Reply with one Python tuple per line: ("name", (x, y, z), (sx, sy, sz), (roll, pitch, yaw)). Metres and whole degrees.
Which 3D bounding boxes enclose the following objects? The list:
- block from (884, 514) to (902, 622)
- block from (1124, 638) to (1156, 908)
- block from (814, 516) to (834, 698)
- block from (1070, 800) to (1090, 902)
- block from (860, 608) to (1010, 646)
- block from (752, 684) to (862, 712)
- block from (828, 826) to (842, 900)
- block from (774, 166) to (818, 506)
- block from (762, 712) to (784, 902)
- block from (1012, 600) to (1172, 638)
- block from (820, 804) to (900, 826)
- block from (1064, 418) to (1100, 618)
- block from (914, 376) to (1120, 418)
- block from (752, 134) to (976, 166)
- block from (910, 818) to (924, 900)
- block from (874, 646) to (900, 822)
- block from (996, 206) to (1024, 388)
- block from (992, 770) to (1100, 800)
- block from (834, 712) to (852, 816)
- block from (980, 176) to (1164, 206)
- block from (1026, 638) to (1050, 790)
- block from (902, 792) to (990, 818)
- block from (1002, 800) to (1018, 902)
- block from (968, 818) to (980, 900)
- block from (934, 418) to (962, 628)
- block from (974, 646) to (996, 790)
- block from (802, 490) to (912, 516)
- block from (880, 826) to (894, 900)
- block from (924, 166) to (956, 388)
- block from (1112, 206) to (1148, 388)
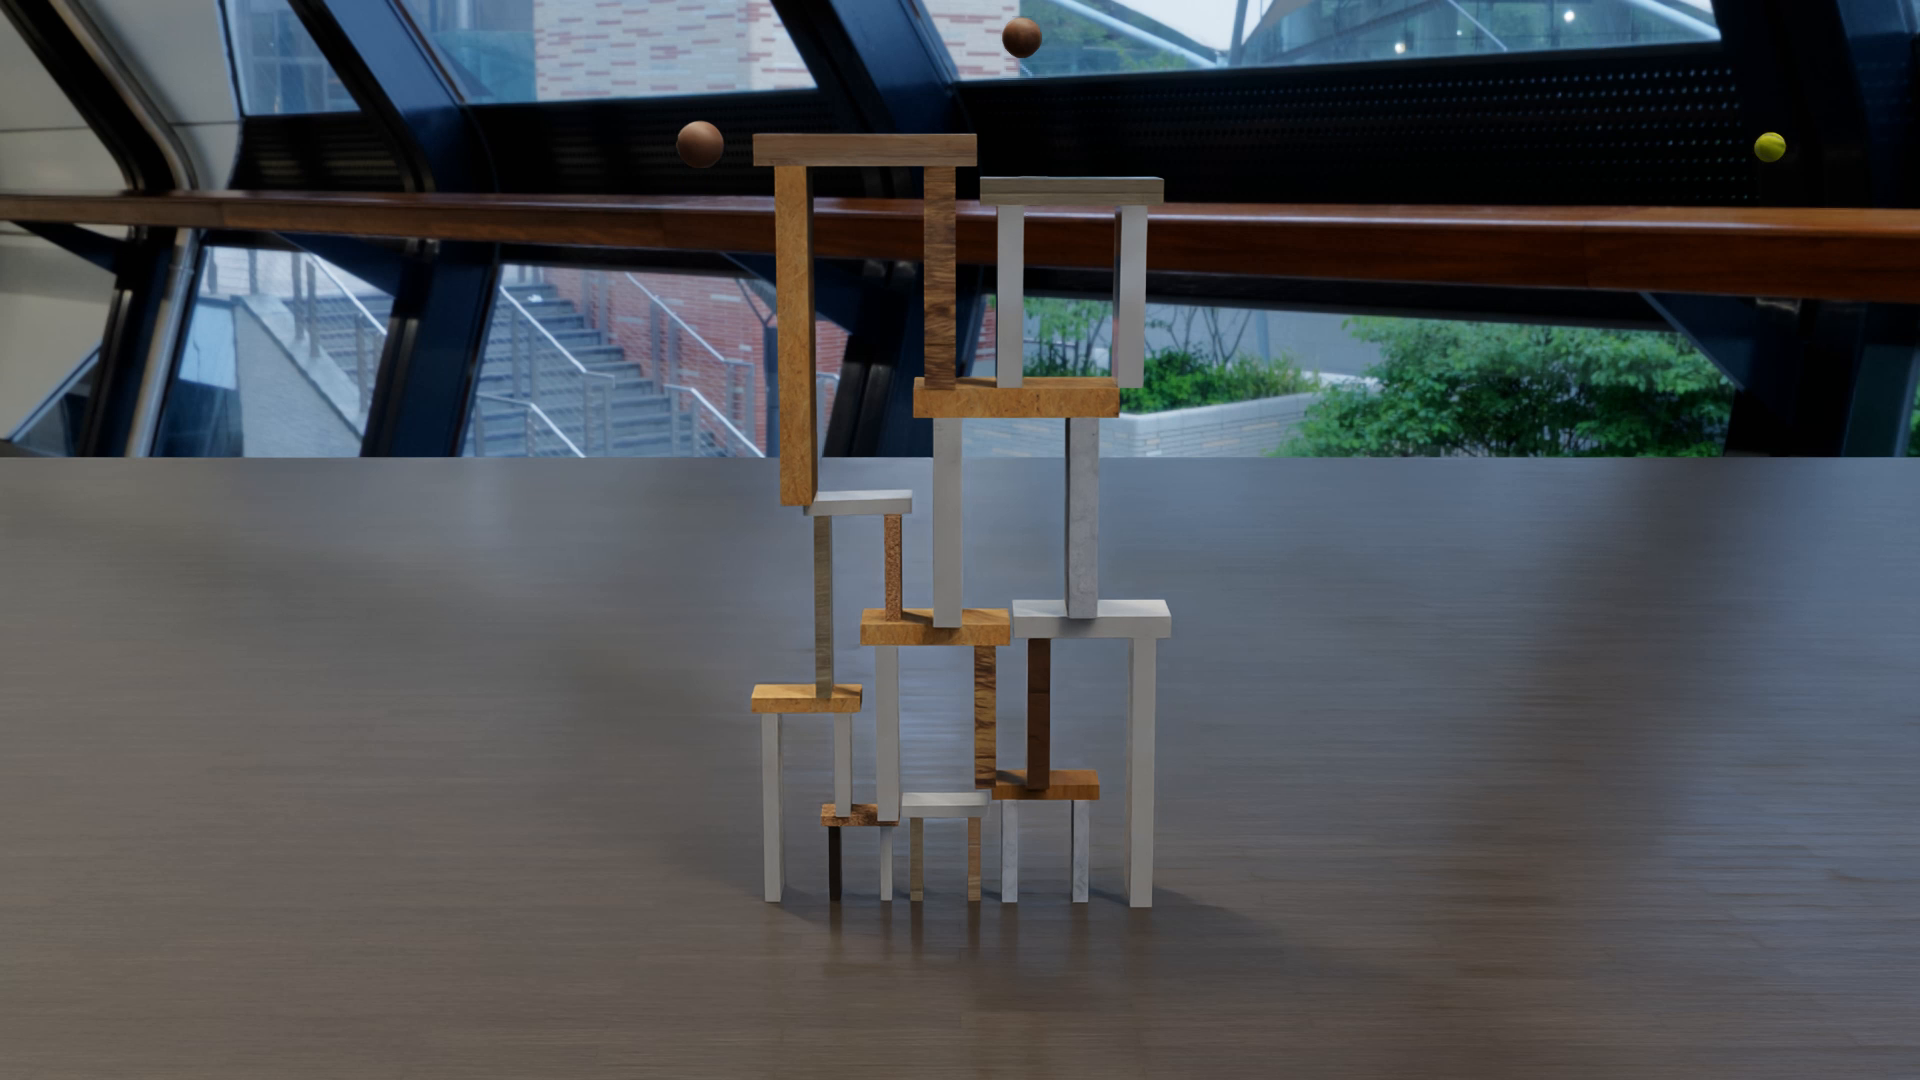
("block", (-0.108, 0.039, 3.567), (0.025, 0.174, 0.087), (0, 11, 0))
("block", (0.297, 0.368, 3.626), (0.036, 0.452, 0.126), (0, 11, 0))
("block", (-0.221, 0.101, 3.577), (0.025, 0.300, 0.087), (0, 11, -1))
("block", (0.199, 0.503, 3.655), (0.025, 0.176, 0.088), (0, 11, 0))
("block", (-0.040, 0.141, 3.583), (0.239, 0.034, 0.120), (0, 11, 0))
("block", (-0.251, 0.260, 3.611), (0.176, 0.025, 0.088), (0, 11, -1))
("block", (-0.207, 0.527, 3.656), (0.018, 0.128, 0.064), (0, 11, 0))
("block", (-0.259, -0.329, 3.496), (0.048, 0.526, 0.171), (0, 11, 0))
("block", (-0.310, 0.431, 3.644), (0.025, 0.322, 0.088), (0, 11, 0))
("block", (0.212, 0.128, 3.582), (0.252, 0.036, 0.126), (0, 11, 0))
("block", (-0.165, 0.456, 3.643), (0.128, 0.018, 0.064), (0, 11, 0))
("block", (0.196, -0.048, 3.549), (0.046, 0.322, 0.161), (0, 11, 0))
("block", (0.088, -0.229, 3.514), (0.322, 0.046, 0.161), (0, 11, 0))
("block", (-0.146, -0.611, 3.444), (0.342, 0.048, 0.171), (0, 11, 0))
("block", (-0.072, 0.519, 3.658), (0.020, 0.143, 0.072), (0, 11, 0))
("block", (-0.119, 0.302, 3.613), (0.034, 0.294, 0.120), (0, 11, 0))
("block", (0.078, -0.389, 3.481), (0.040, 0.283, 0.141), (0, 11, 0))
("block", (0.140, 0.405, 3.638), (0.175, 0.025, 0.088), (0, 11, 0))
("block", (-0.192, 0.359, 3.631), (0.025, 0.176, 0.088), (0, 11, 0))
("block", (0.173, -0.548, 3.452), (0.283, 0.040, 0.141), (0, 11, 1))
("block", (0.128, 0.269, 3.609), (0.036, 0.252, 0.126), (0, 11, 1))
("block", (-0.024, 0.439, 3.643), (0.143, 0.020, 0.072), (0, 11, 0))
("block", (0.082, 0.503, 3.655), (0.025, 0.176, 0.088), (0, 11, 0))
("block", (0.024, 0.519, 3.658), (0.020, 0.143, 0.072), (0, 11, 0))
("block", (-0.020, -0.041, 3.550), (0.046, 0.337, 0.161), (0, 11, 0))
("block", (0.041, 0.276, 3.608), (0.034, 0.239, 0.120), (0, 10, 0))
("block", (-0.164, -0.060, 3.547), (0.174, 0.025, 0.087), (-2, 11, 0))
("block", (-0.122, 0.527, 3.656), (0.018, 0.128, 0.064), (0, 11, 0))
("block", (-0.032, -0.419, 3.480), (0.048, 0.342, 0.171), (0, 11, 0))
("block", (0.267, -0.389, 3.482), (0.040, 0.283, 0.141), (1, 11, 0))
